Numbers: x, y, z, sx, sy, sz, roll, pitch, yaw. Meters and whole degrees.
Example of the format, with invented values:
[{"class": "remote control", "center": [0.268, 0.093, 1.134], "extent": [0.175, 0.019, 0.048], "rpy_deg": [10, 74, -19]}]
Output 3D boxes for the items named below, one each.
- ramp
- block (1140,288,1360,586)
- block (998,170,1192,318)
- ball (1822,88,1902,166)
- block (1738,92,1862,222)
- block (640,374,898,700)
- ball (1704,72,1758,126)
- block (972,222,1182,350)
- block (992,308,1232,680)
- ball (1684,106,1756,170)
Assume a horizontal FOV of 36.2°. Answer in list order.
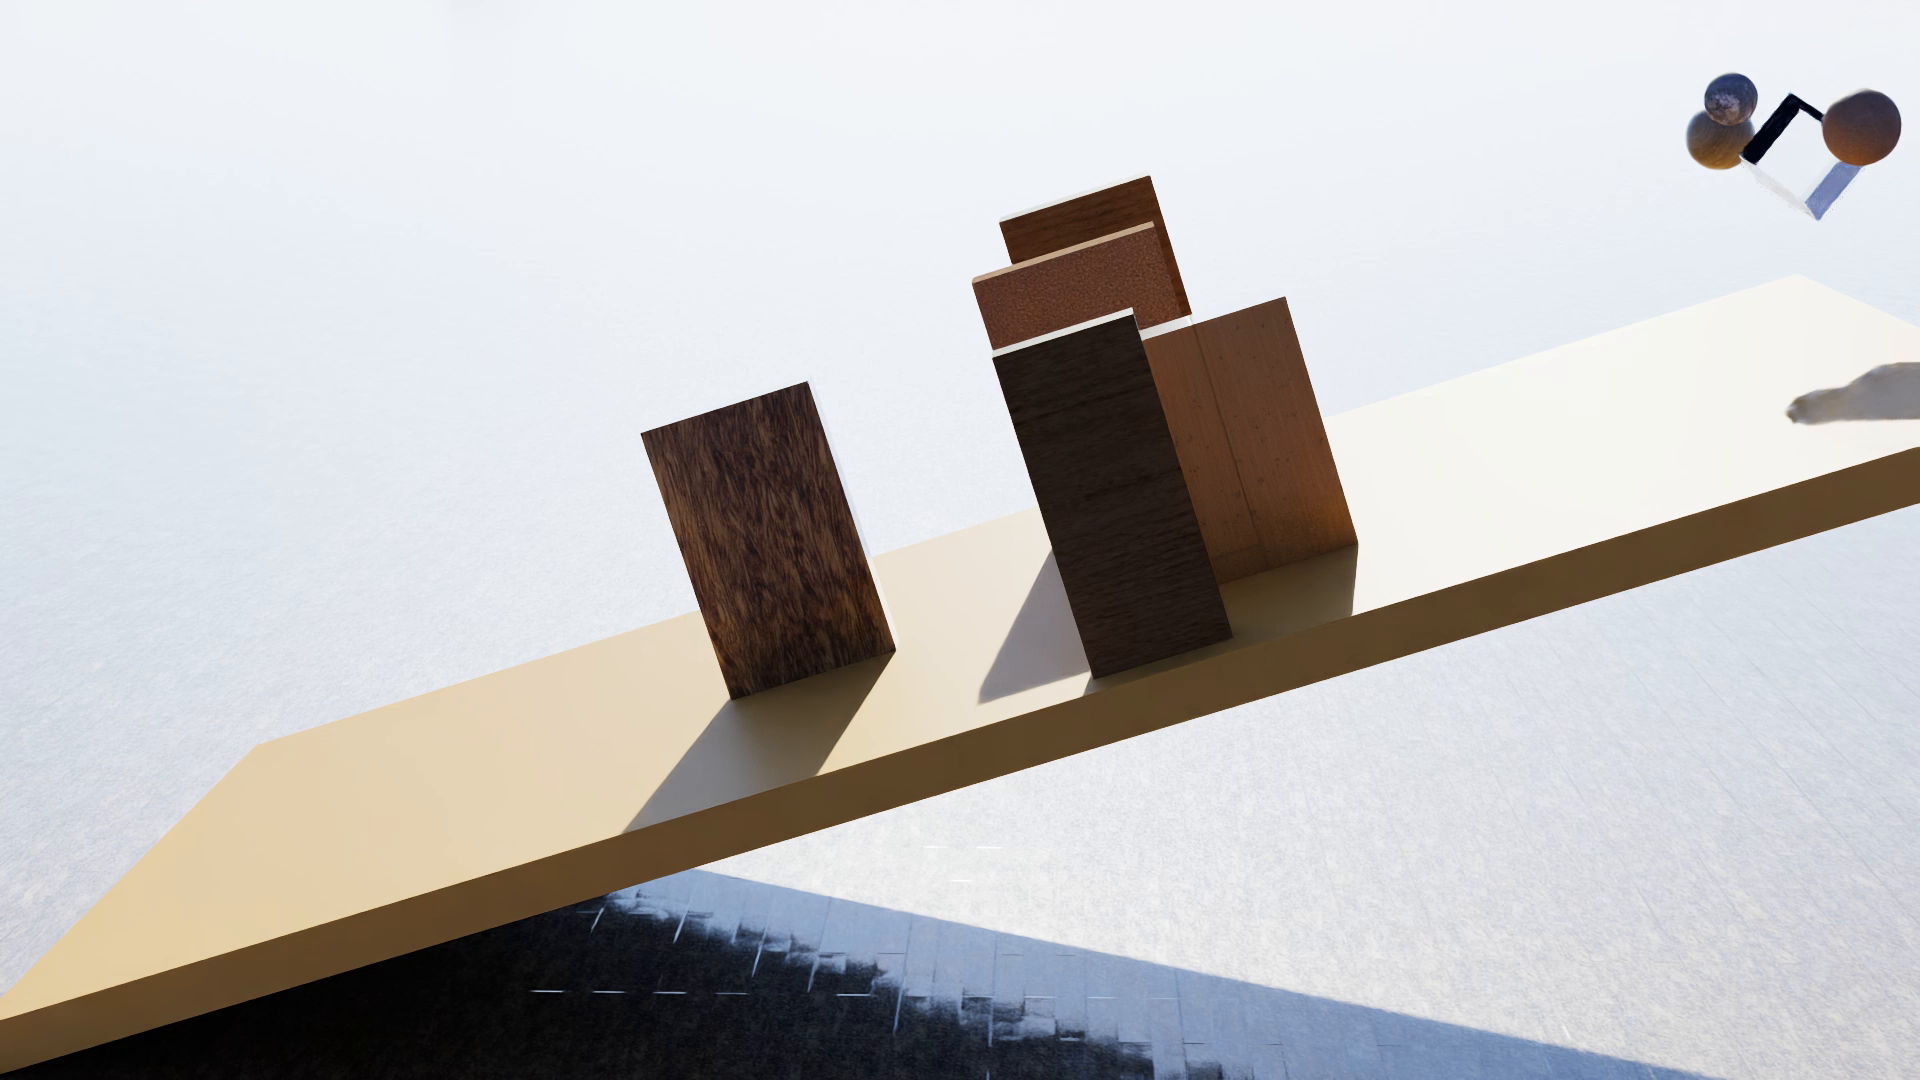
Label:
[{"class": "ramp", "center": [0.099, 0.183, 6.312], "extent": [4.000, 0.100, 2.000], "rpy_deg": [-17, 10, 5]}, {"class": "block", "center": [0.527, -0.192, 5.836], "extent": [0.386, 0.513, 0.147], "rpy_deg": [-17, 10, 5]}, {"class": "block", "center": [0.378, -0.478, 7.019], "extent": [0.372, 0.716, 0.140], "rpy_deg": [-17, 10, 5]}, {"class": "ball", "center": [1.757, -0.805, 5.729], "extent": [0.150, 0.150, 0.150], "rpy_deg": [0, 11, 0]}, {"class": "block", "center": [1.793, -0.813, 6.249], "extent": [0.168, 0.168, 0.168], "rpy_deg": [42, 8, 30]}, {"class": "block", "center": [-0.397, -0.004, 6.182], "extent": [0.367, 0.599, 0.096], "rpy_deg": [-17, 10, 5]}, {"class": "ball", "center": [1.572, -0.900, 5.997], "extent": [0.108, 0.108, 0.108], "rpy_deg": [0, 11, 0]}, {"class": "block", "center": [0.326, -0.348, 6.654], "extent": [0.426, 0.635, 0.129], "rpy_deg": [-17, 10, 5]}, {"class": "block", "center": [0.279, -0.083, 5.376], "extent": [0.266, 0.624, 0.093], "rpy_deg": [-17, 10, 5]}, {"class": "ball", "center": [1.664, -0.884, 6.442], "extent": [0.150, 0.150, 0.150], "rpy_deg": [0, 11, 0]}]
